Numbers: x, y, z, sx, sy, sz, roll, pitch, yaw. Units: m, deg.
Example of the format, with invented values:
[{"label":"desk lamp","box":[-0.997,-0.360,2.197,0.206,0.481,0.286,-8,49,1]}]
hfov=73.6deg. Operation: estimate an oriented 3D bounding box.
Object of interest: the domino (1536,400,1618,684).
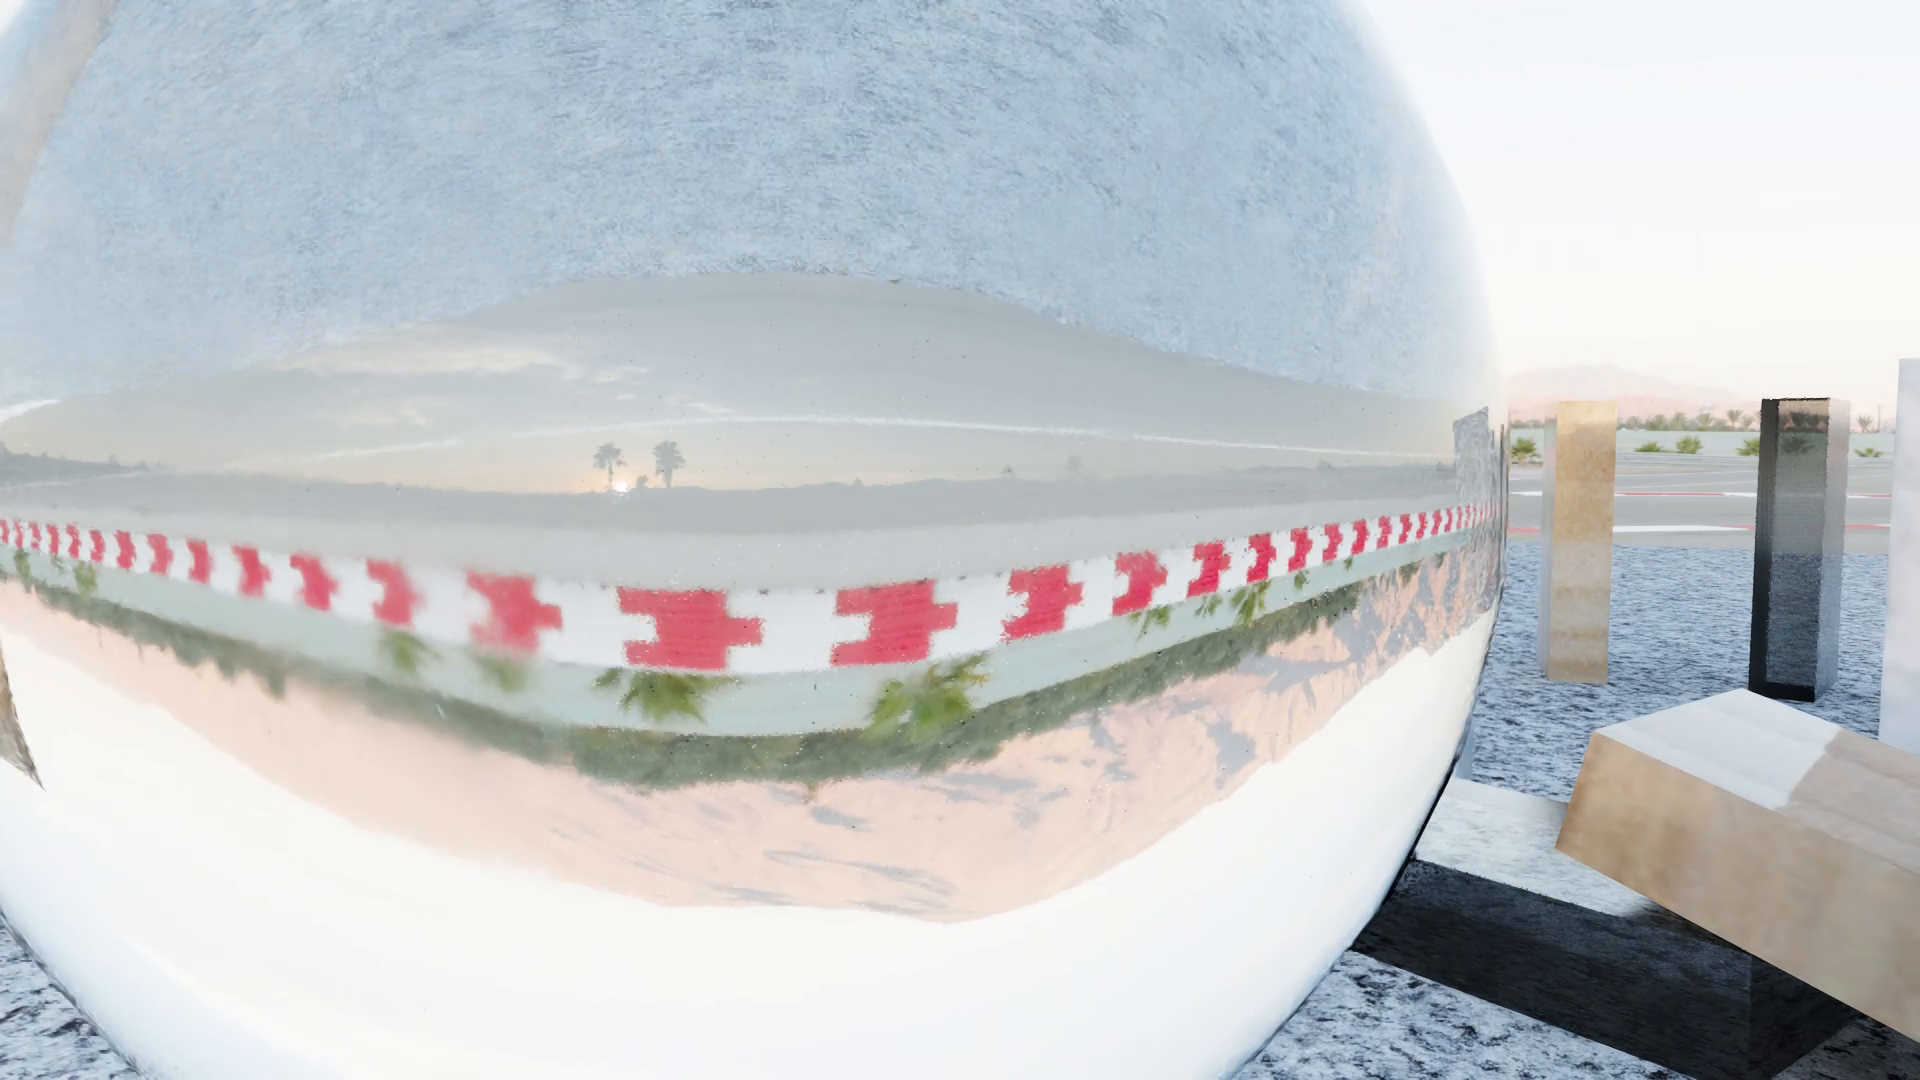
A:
[{"label":"domino","box":[0.114,0.000,0.239,0.009,0.050,0.025,2,5,20]}]

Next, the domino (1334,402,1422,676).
[{"label":"domino","box":[0.080,-0.001,0.246,0.009,0.050,0.025,0,4,5]}]

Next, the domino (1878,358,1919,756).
[{"label":"domino","box":[0.094,0.009,0.108,0.009,0.050,0.025,-3,6,-39]}]

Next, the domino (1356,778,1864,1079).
[{"label":"domino","box":[0.046,0.030,0.111,0.025,0.010,0.050,-3,5,-37]}]

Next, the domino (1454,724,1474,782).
[{"label":"domino","box":[0.036,0.025,0.166,0.025,0.009,0.050,-4,6,-43]}]

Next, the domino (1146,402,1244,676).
[{"label":"domino","box":[0.044,-0.001,0.245,0.009,0.050,0.025,-1,4,-10]}]

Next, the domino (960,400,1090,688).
[{"label":"domino","box":[0.011,0.000,0.233,0.009,0.050,0.025,-3,5,-36]}]

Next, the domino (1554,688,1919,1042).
[{"label":"domino","box":[0.069,0.025,0.081,0.025,0.010,0.050,-4,21,-38]}]

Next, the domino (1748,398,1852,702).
[{"label":"domino","box":[0.145,0.001,0.222,0.010,0.050,0.025,4,6,41]}]

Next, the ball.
[{"label":"ball","box":[-0.011,-0.003,0.075,0.080,0.080,0.080,0,4,0]}]
